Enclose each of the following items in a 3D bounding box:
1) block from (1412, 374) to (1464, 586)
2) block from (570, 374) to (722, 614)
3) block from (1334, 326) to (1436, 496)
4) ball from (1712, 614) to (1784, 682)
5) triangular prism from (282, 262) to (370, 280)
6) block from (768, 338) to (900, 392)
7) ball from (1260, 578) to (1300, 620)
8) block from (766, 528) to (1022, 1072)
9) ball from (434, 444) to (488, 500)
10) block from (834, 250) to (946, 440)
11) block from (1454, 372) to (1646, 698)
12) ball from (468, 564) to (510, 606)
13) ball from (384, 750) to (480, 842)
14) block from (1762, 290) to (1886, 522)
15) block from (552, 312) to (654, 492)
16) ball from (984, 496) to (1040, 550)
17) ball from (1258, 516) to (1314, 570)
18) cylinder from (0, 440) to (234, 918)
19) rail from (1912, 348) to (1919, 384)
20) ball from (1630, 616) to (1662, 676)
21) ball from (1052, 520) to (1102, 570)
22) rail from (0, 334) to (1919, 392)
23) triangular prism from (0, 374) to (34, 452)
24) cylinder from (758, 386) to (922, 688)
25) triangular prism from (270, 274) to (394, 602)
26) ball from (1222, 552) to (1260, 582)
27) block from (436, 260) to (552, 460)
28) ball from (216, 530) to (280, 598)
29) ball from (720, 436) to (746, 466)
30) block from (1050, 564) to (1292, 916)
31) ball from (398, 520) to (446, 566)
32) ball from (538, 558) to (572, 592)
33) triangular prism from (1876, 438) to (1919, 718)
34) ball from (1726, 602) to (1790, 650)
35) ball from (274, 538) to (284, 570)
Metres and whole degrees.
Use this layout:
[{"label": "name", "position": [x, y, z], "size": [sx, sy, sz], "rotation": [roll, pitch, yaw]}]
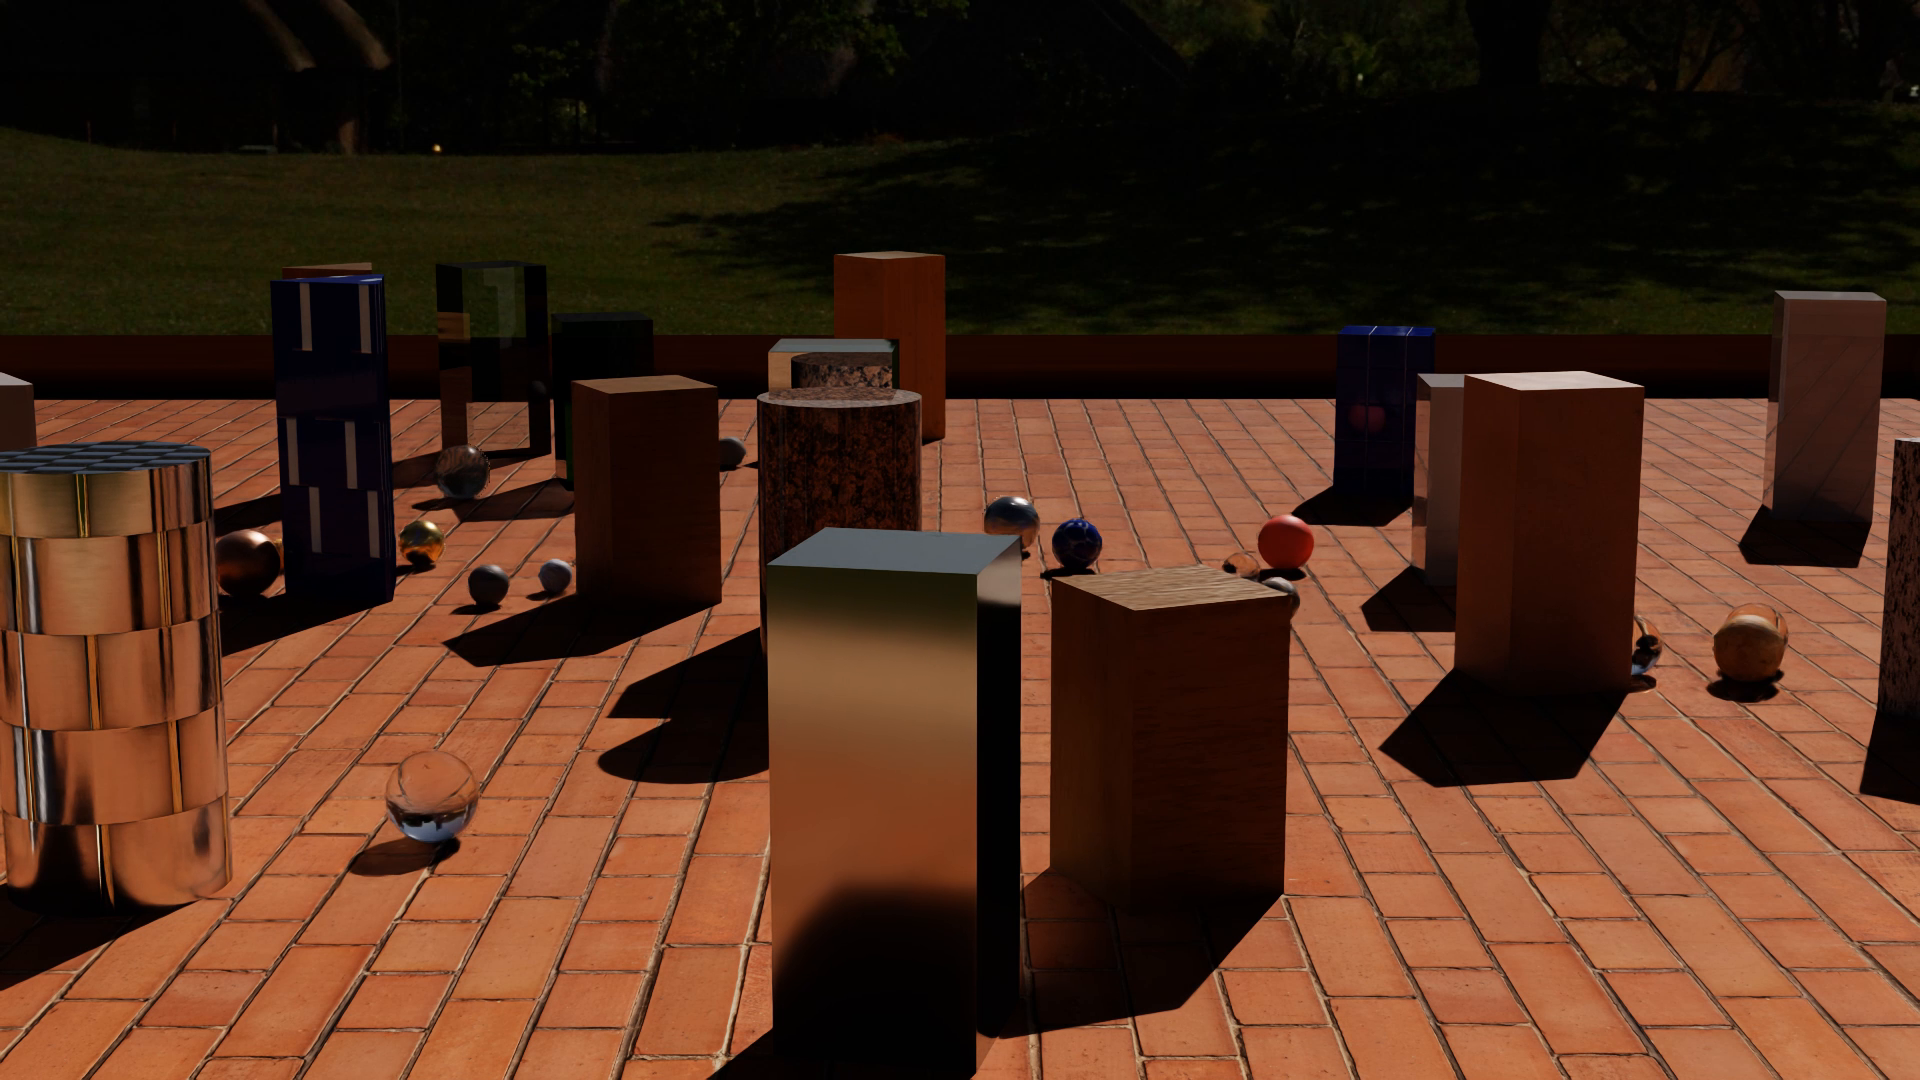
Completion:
[{"label": "block", "position": [0.738, -0.088, 3.673], "size": [0.155, 0.283, 0.155], "rotation": [1, 11, 3]}, {"label": "block", "position": [-0.430, -0.066, 3.518], "size": [0.155, 0.297, 0.155], "rotation": [-5, 12, -27]}, {"label": "block", "position": [0.734, -0.225, 4.435], "size": [0.155, 0.274, 0.155], "rotation": [3, 11, 13]}, {"label": "ball", "position": [0.939, 0.129, 3.055], "size": [0.081, 0.081, 0.081], "rotation": [0, 11, 0]}, {"label": "triangular prism", "position": [-1.053, -0.283, 4.445], "size": [0.168, 0.384, 0.145], "rotation": [3, 11, 16]}, {"label": "block", "position": [-0.160, -0.067, 3.317], "size": [0.155, 0.371, 0.155], "rotation": [0, 11, 2]}, {"label": "ball", "position": [0.416, 0.080, 3.375], "size": [0.062, 0.062, 0.062], "rotation": [0, 11, 0]}, {"label": "block", "position": [-0.046, 0.190, 1.933], "size": [0.155, 0.372, 0.155], "rotation": [2, 11, 13]}, {"label": "ball", "position": [-0.845, -0.115, 4.341], "size": [0.093, 0.093, 0.093], "rotation": [0, 11, 0]}, {"label": "block", "position": [-0.138, -0.379, 5.035], "size": [0.155, 0.359, 0.155], "rotation": [-9, 14, -39]}, {"label": "block", "position": [0.696, -0.011, 3.046], "size": [0.155, 0.360, 0.155], "rotation": [-2, 11, -12]}, {"label": "ball", "position": [-0.642, 0.061, 3.493], "size": [0.056, 0.056, 0.056], "rotation": [0, 11, 0]}, {"label": "ball", "position": [-0.500, 0.243, 2.428], "size": [0.088, 0.088, 0.088], "rotation": [0, 11, 0]}, {"label": "block", "position": [1.405, -0.220, 4.179], "size": [0.155, 0.357, 0.155], "rotation": [2, 11, 11]}, {"label": "block", "position": [-0.625, -0.245, 4.495], "size": [0.155, 0.292, 0.155], "rotation": [-3, 11, -16]}, {"label": "ball", "position": [0.078, -0.024, 3.873], "size": [0.085, 0.085, 0.085], "rotation": [0, 11, 0]}, {"label": "ball", "position": [0.474, 0.004, 3.731], "size": [0.081, 0.081, 0.081], "rotation": [0, 11, 0]}, {"label": "cylinder", "position": [-0.755, 0.118, 2.276], "size": [0.194, 0.388, 0.194], "rotation": [0, 11, 0]}, {"label": "rail", "position": [2.161, 0.030, 3.461], "size": [0.045, 0.126, 4.708], "rotation": [0, 11, 0]}, {"label": "ball", "position": [0.809, 0.127, 3.091], "size": [0.073, 0.073, 0.073], "rotation": [0, 11, 0]}, {"label": "ball", "position": [0.170, 0.006, 3.739], "size": [0.073, 0.073, 0.073], "rotation": [0, 11, 0]}, {"label": "rail", "position": [-0.013, -0.393, 5.740], "size": [4.369, 0.126, 0.045], "rotation": [0, 11, 0]}, {"label": "triangular prism", "position": [-1.117, 0.001, 2.934], "size": [0.168, 0.377, 0.145], "rotation": [-1, 11, -4]}, {"label": "cylinder", "position": [-0.142, -0.001, 3.045], "size": [0.194, 0.341, 0.194], "rotation": [0, 11, 0]}, {"label": "triangular prism", "position": [-0.837, -0.147, 3.573], "size": [0.168, 0.435, 0.145], "rotation": [4, 11, 19]}, {"label": "ball", "position": [0.393, 0.045, 3.586], "size": [0.054, 0.054, 0.054], "rotation": [0, 11, 0]}, {"label": "block", "position": [-0.880, -0.341, 4.840], "size": [0.155, 0.355, 0.155], "rotation": [-7, 13, -33]}, {"label": "ball", "position": [-0.987, 0.032, 3.544], "size": [0.094, 0.094, 0.094], "rotation": [0, 11, 0]}, {"label": "ball", "position": [-0.420, -0.162, 4.695], "size": [0.055, 0.055, 0.055], "rotation": [0, 11, 0]}, {"label": "block", "position": [0.185, 0.174, 2.296], "size": [0.155, 0.271, 0.155], "rotation": [-5, 12, -24]}, {"label": "ball", "position": [-0.790, 0.004, 3.768], "size": [0.067, 0.067, 0.067], "rotation": [0, 11, 0]}, {"label": "ball", "position": [-0.564, 0.050, 3.579], "size": [0.046, 0.046, 0.046], "rotation": [0, 11, 0]}, {"label": "triangular prism", "position": [1.155, 0.043, 2.888], "size": [0.145, 0.313, 0.168], "rotation": [-10, 15, -44]}, {"label": "ball", "position": [0.973, 0.115, 3.138], "size": [0.078, 0.078, 0.078], "rotation": [0, 11, 0]}, {"label": "ball", "position": [-0.984, 0.021, 3.732], "size": [0.047, 0.047, 0.047], "rotation": [0, 11, 0]}]
